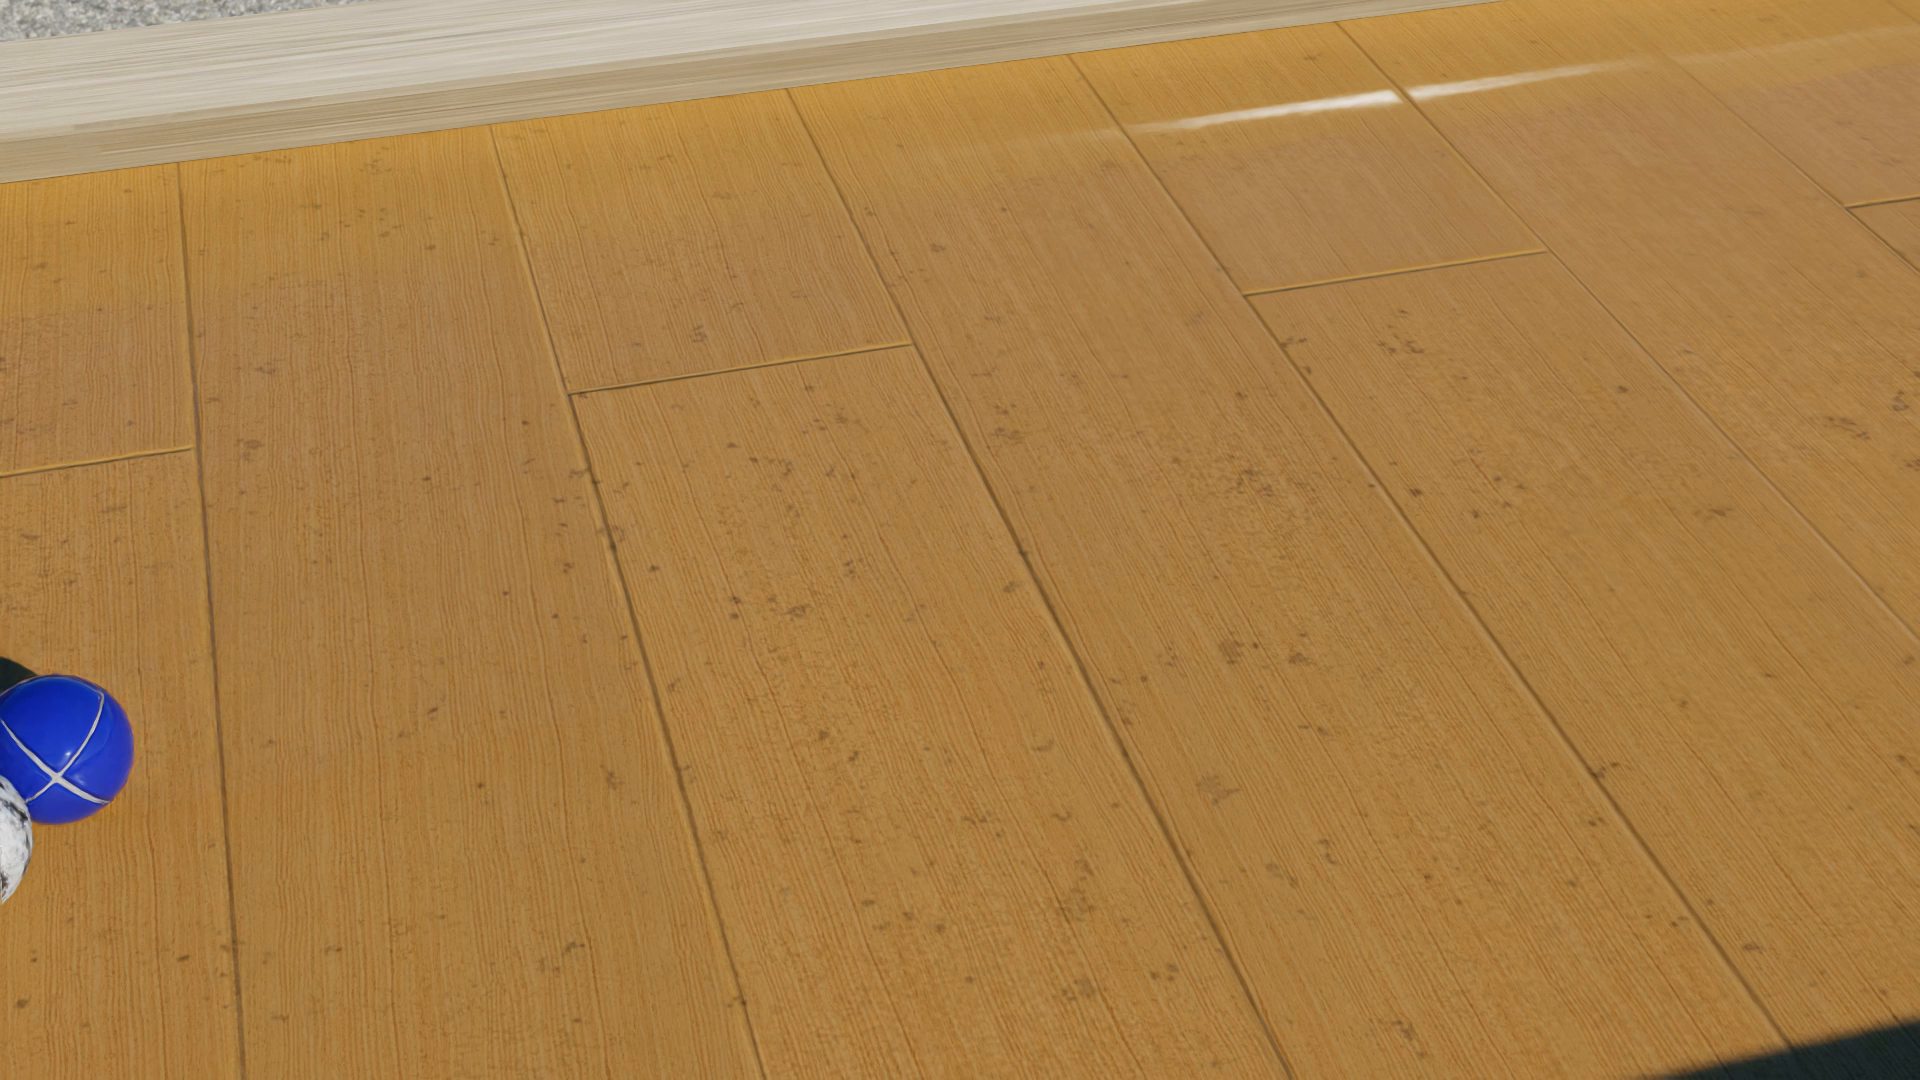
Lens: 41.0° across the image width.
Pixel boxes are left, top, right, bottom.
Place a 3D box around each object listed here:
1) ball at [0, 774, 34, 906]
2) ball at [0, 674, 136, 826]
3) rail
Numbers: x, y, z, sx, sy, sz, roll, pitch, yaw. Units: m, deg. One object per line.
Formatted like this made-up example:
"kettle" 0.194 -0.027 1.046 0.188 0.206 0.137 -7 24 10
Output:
"ball" -0.534 0.158 1.346 0.090 0.090 0.090 0 36 0
"ball" -0.498 0.115 1.412 0.083 0.083 0.083 0 36 0
"rail" 0.470 -0.519 2.263 2.726 0.116 0.045 -9 37 -13
